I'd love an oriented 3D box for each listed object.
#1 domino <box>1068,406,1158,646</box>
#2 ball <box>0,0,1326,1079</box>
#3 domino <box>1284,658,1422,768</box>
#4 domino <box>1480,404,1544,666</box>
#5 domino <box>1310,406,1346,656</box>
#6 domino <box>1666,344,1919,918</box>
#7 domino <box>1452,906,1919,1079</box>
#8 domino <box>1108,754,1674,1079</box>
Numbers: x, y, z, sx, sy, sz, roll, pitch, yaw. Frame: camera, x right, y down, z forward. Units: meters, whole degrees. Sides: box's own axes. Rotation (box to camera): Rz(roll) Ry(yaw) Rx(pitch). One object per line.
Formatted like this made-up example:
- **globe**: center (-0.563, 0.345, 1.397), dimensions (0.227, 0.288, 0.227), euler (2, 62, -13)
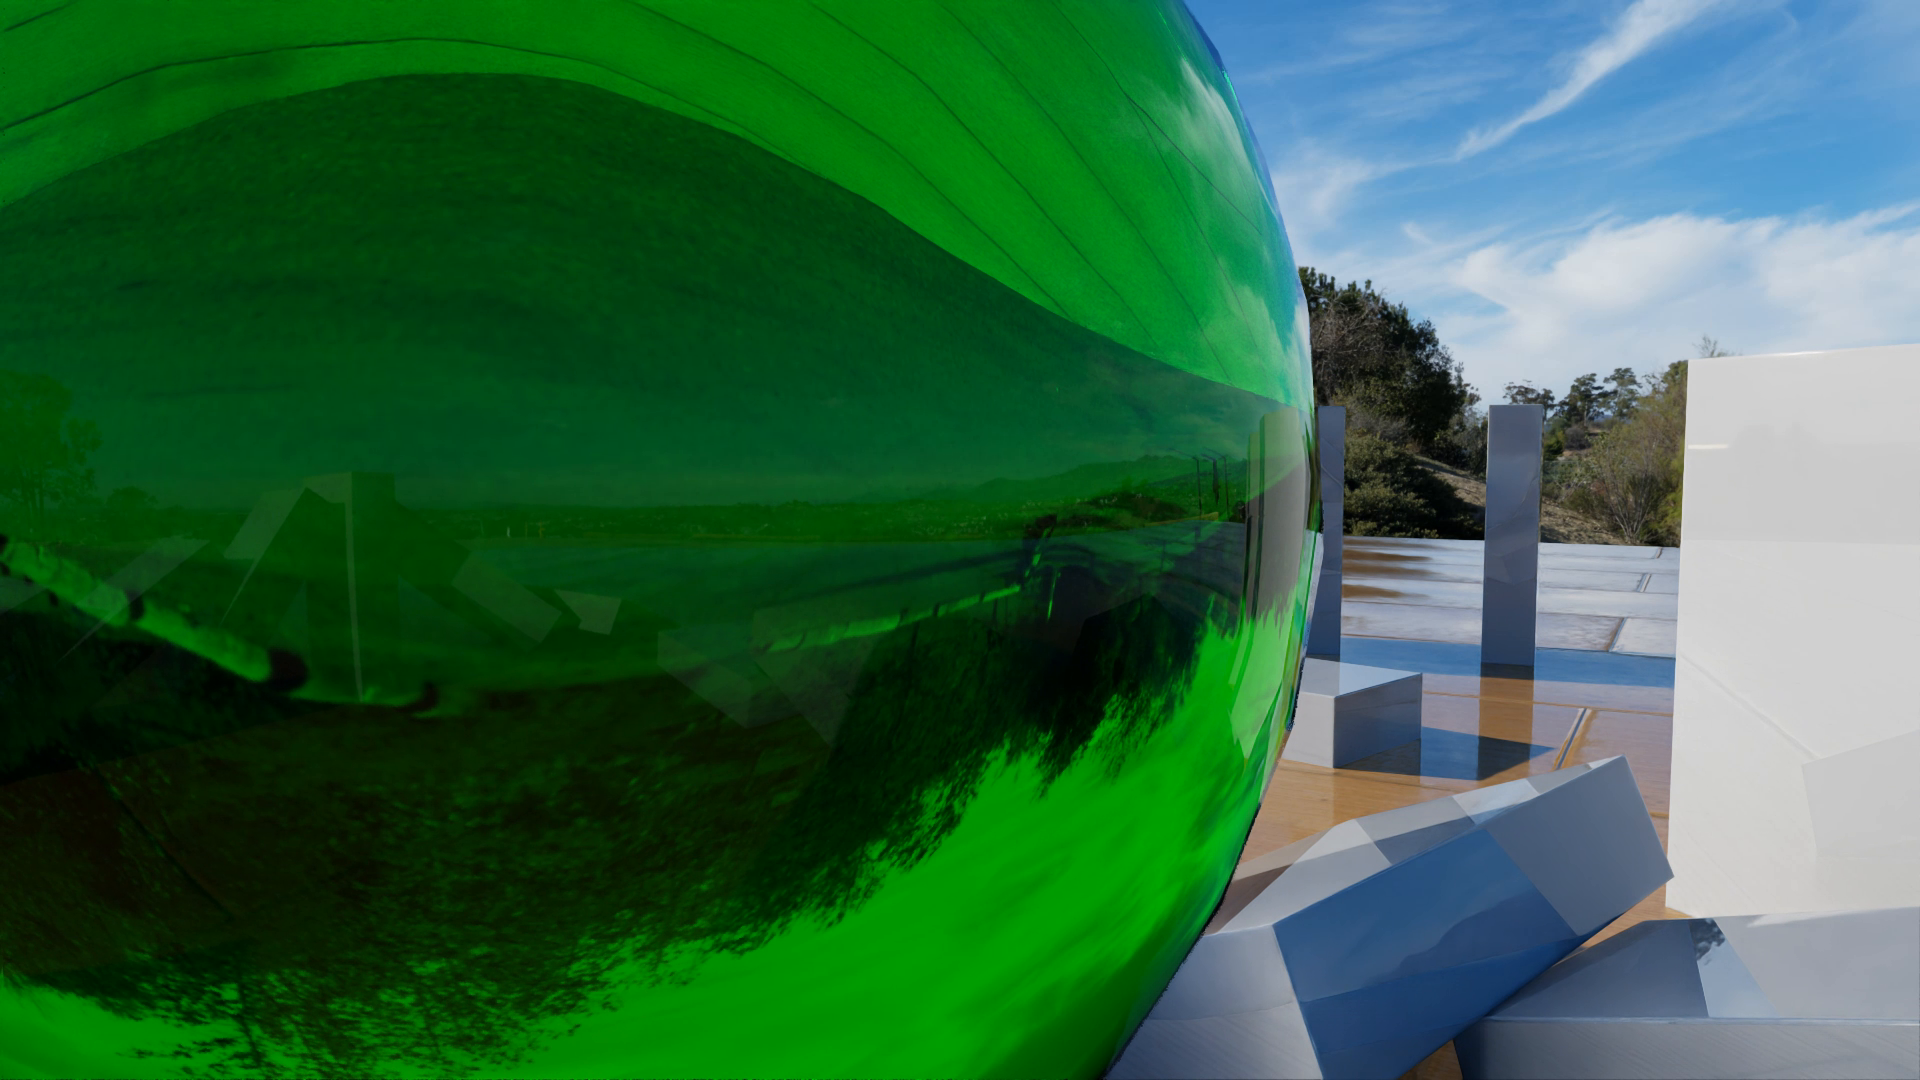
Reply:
- **domino**: center (0.032, -0.003, 0.270), dimensions (0.010, 0.050, 0.025), euler (-1, 4, -15)
- **ball**: center (-0.023, -0.002, 0.065), dimensions (0.080, 0.080, 0.080), euler (0, 4, 0)
- **domino**: center (0.040, 0.023, 0.195), dimensions (0.025, 0.010, 0.050), euler (-4, 6, -45)
- **domino**: center (0.111, -0.002, 0.257), dimensions (0.010, 0.050, 0.025), euler (2, 5, 25)
- **domino**: center (0.075, -0.003, 0.270), dimensions (0.010, 0.050, 0.025), euler (1, 4, 13)
- **domino**: center (0.074, 0.010, 0.106), dimensions (0.010, 0.050, 0.025), euler (-2, 5, -20)
- **domino**: center (0.054, 0.025, 0.063), dimensions (0.025, 0.010, 0.050), euler (-3, -14, -38)
- **domino**: center (0.027, 0.027, 0.089), dimensions (0.050, 0.010, 0.025), euler (-4, -18, -44)
